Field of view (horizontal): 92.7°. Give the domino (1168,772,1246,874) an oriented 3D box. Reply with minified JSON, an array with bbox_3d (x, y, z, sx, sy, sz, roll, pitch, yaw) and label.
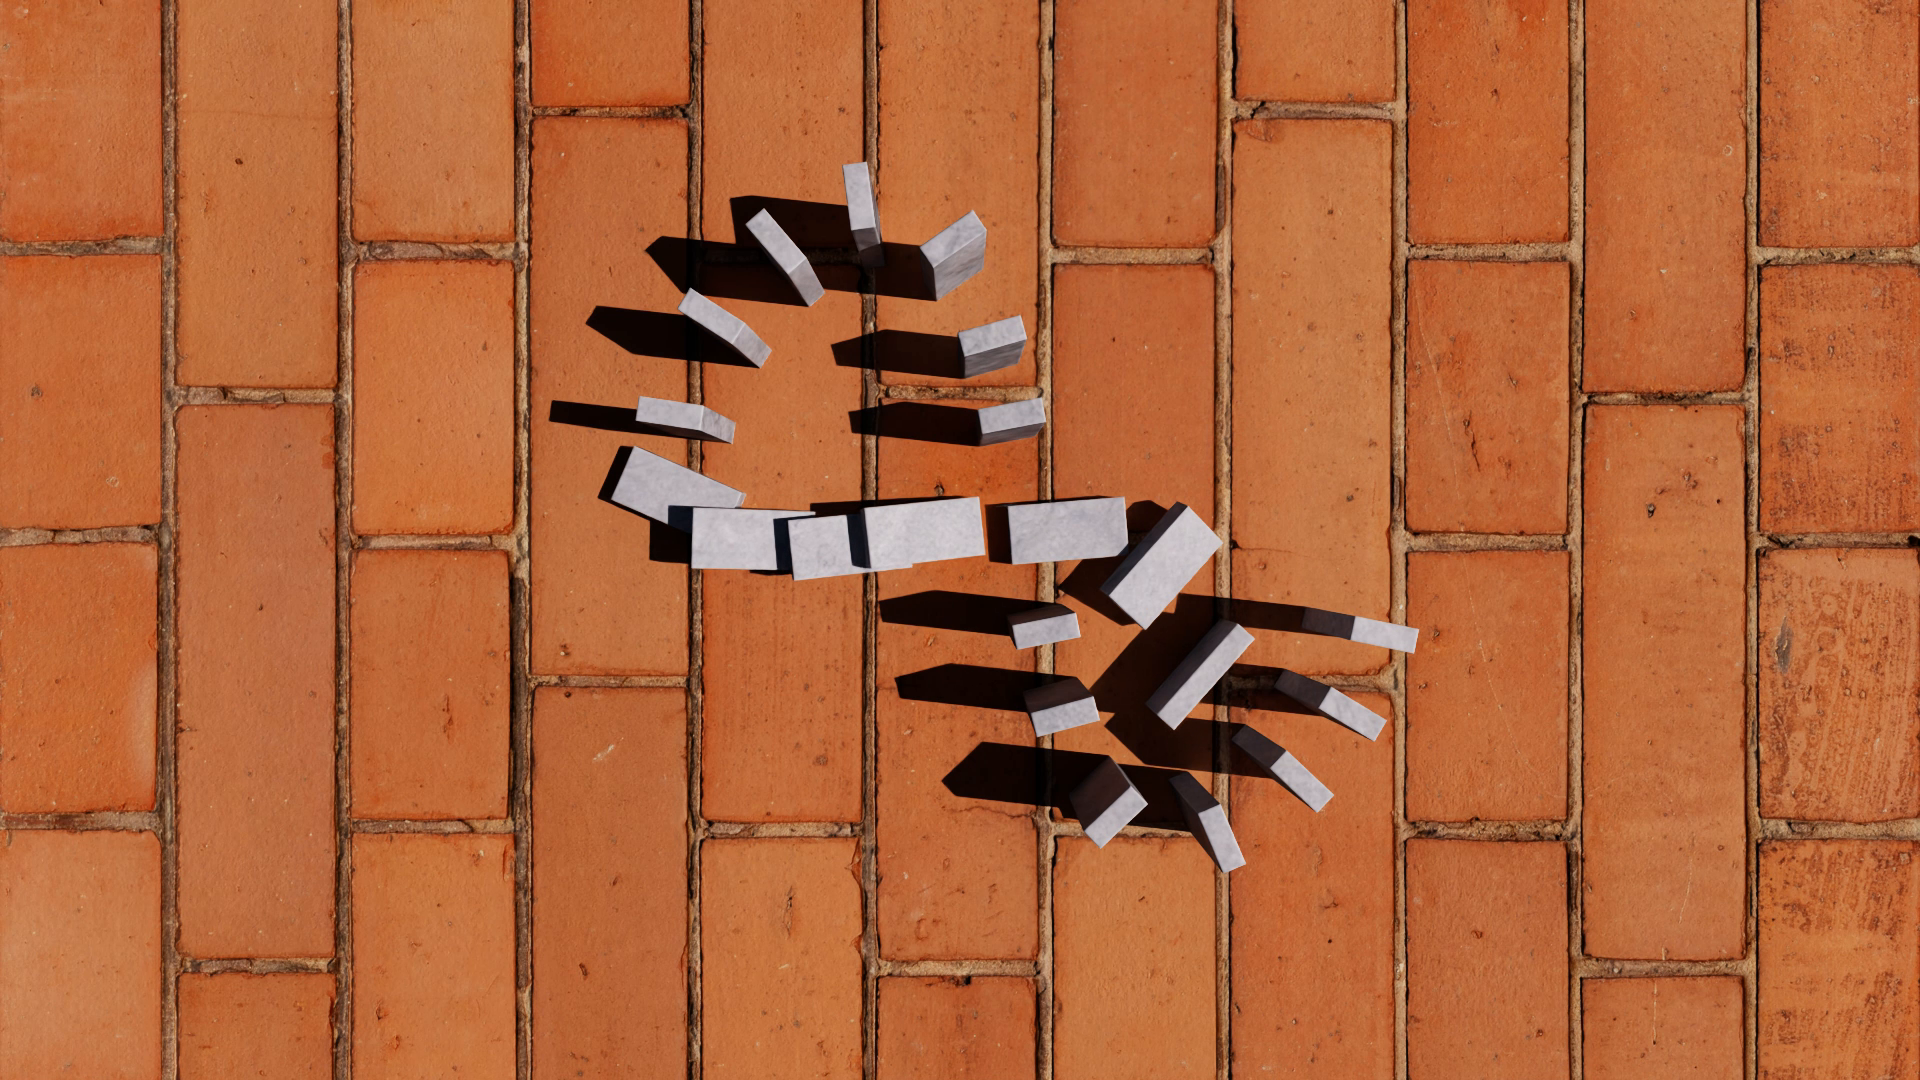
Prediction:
[{"bbox_3d":[0.100,0.114,0.375,0.009,0.050,0.025,-23,90,0],"label":"domino"}]

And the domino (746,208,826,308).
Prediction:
[{"bbox_3d":[-0.070,-0.114,0.375,0.009,0.050,0.025,-41,90,0],"label":"domino"}]

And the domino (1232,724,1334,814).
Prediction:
[{"bbox_3d":[0.131,0.092,0.375,0.025,0.050,0.009,43,90,0],"label":"domino"}]

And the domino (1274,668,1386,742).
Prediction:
[{"bbox_3d":[0.150,0.067,0.375,0.025,0.050,0.009,31,90,0],"label":"domino"}]

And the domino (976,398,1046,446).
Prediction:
[{"bbox_3d":[0.020,-0.048,0.375,0.025,0.050,0.009,-11,90,0],"label":"domino"}]

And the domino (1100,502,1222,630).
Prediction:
[{"bbox_3d":[0.086,0.011,0.391,0.025,0.010,0.050,42,90,-22],"label":"domino"}]

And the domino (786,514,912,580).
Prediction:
[{"bbox_3d":[-0.047,0.002,0.389,0.050,0.010,0.025,-6,90,-15],"label":"domino"}]

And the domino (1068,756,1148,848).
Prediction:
[{"bbox_3d":[0.059,0.106,0.375,0.025,0.050,0.010,-44,90,0],"label":"domino"}]

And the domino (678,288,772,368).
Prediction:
[{"bbox_3d":[-0.095,-0.086,0.375,0.025,0.050,0.010,33,90,0],"label":"domino"}]

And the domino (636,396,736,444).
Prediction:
[{"bbox_3d":[-0.111,-0.049,0.375,0.025,0.050,0.010,9,90,0],"label":"domino"}]

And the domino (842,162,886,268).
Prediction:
[{"bbox_3d":[-0.039,-0.131,0.375,0.009,0.050,0.025,-8,90,0],"label":"domino"}]

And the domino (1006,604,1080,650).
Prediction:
[{"bbox_3d":[0.033,0.035,0.375,0.025,0.050,0.010,-11,90,0],"label":"domino"}]

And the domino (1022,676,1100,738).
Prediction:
[{"bbox_3d":[0.040,0.068,0.375,0.025,0.050,0.010,-15,90,0],"label":"domino"}]

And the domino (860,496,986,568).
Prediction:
[{"bbox_3d":[-0.016,-0.003,0.388,0.050,0.009,0.025,-6,90,-18],"label":"domino"}]

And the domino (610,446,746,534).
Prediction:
[{"bbox_3d":[-0.121,-0.019,0.395,0.050,0.010,0.025,24,90,0],"label":"domino"}]

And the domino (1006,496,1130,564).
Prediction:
[{"bbox_3d":[0.046,-0.004,0.395,0.050,0.010,0.025,-5,90,0],"label":"domino"}]

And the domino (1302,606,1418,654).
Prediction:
[{"bbox_3d":[0.162,0.036,0.375,0.025,0.050,0.010,12,90,0],"label":"domino"}]

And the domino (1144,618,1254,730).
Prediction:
[{"bbox_3d":[0.101,0.056,0.388,0.010,0.025,0.050,42,90,0],"label":"domino"}]

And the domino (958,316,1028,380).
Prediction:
[{"bbox_3d":[0.012,-0.078,0.375,0.025,0.050,0.010,-16,90,0],"label":"domino"}]

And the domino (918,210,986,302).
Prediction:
[{"bbox_3d":[-0.003,-0.115,0.375,0.025,0.050,0.010,-35,90,0],"label":"domino"}]

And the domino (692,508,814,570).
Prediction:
[{"bbox_3d":[-0.087,0.000,0.388,0.050,0.010,0.025,2,90,-17],"label":"domino"}]
